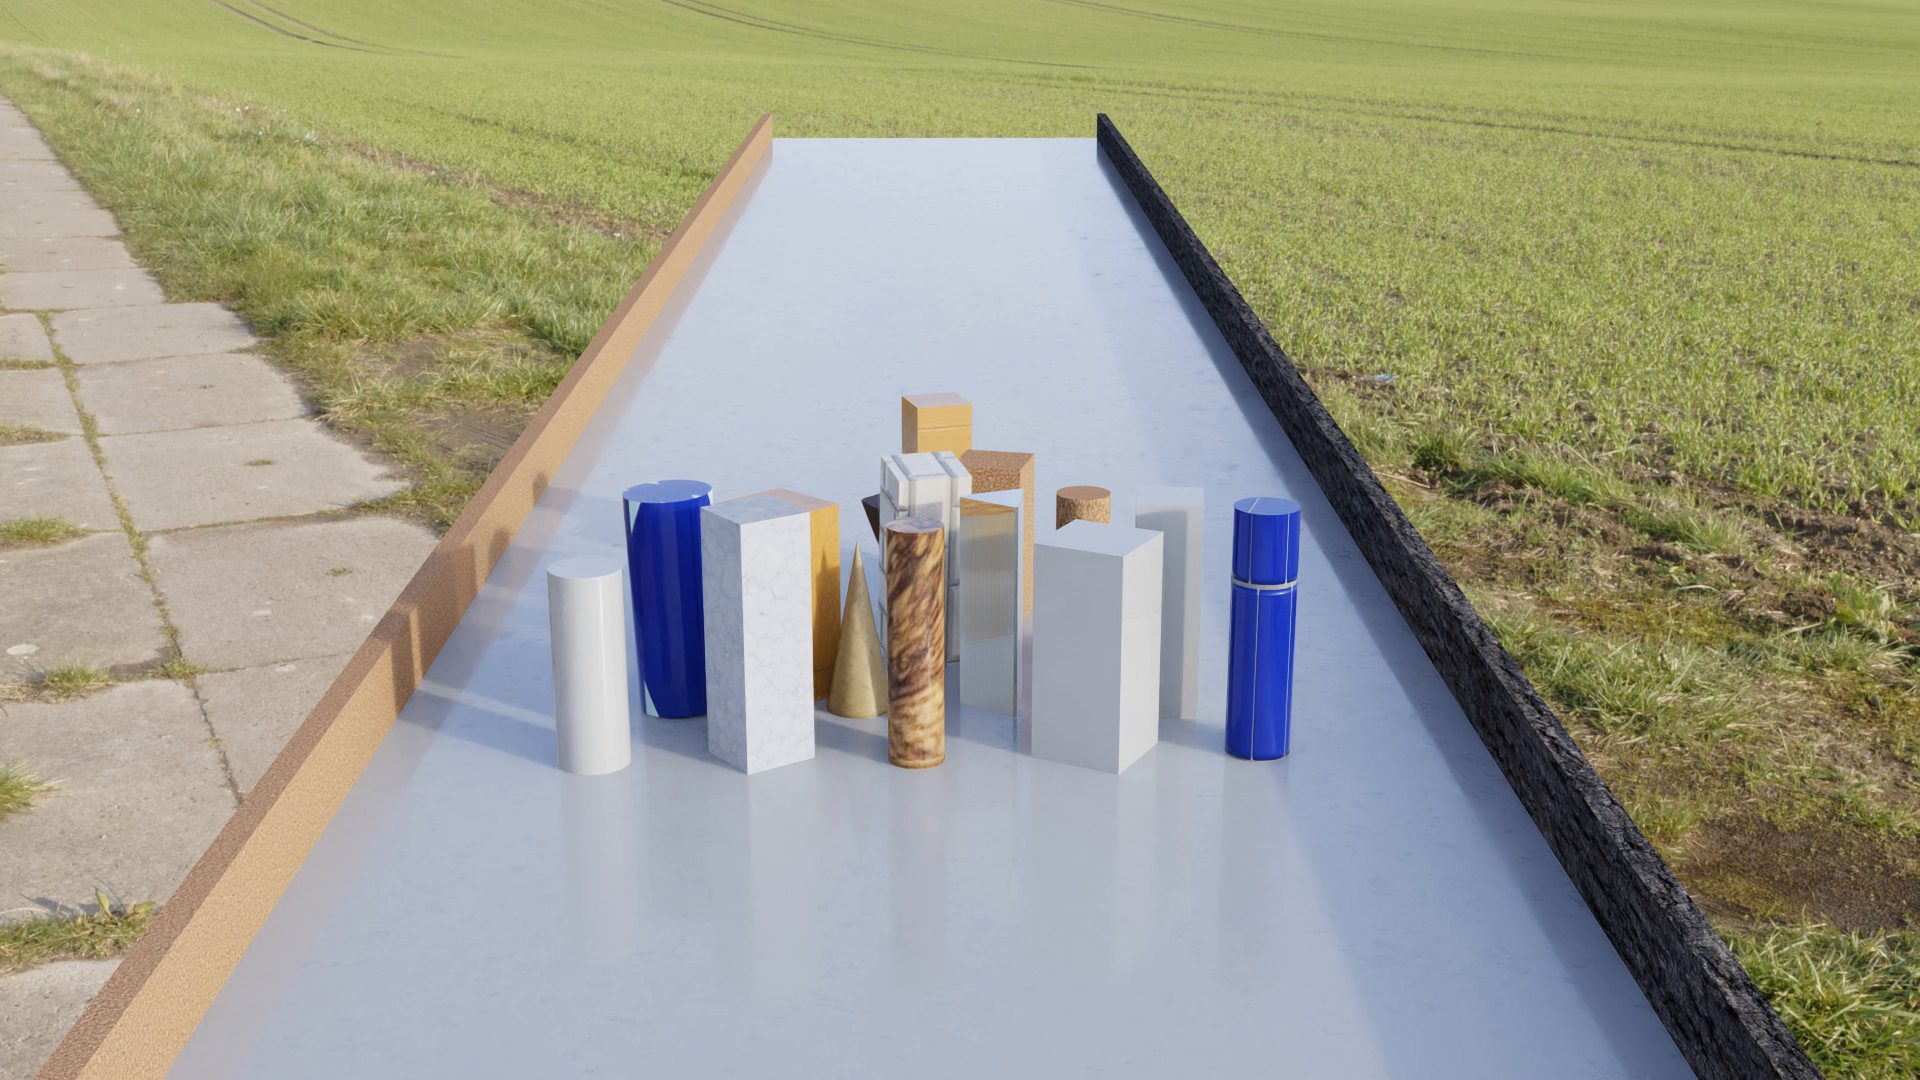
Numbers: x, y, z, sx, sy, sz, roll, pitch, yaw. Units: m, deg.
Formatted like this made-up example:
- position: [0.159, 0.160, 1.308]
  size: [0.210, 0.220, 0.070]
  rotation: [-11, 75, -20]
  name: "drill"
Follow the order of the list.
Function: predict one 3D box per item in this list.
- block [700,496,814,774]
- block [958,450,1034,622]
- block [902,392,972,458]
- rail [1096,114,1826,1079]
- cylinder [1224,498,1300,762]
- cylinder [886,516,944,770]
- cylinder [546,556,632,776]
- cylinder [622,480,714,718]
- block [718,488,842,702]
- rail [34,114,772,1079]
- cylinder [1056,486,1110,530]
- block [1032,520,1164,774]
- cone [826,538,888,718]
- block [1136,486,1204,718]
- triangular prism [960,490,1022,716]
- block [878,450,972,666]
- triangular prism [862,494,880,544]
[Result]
- position: [-0.356, 0.165, 3.873]
  size: [0.138, 0.455, 0.138]
  rotation: [-12, 20, -34]
  name: "block"
- position: [0.069, -0.003, 4.638]
  size: [0.146, 0.342, 0.146]
  rotation: [4, 17, 13]
  name: "block"
- position: [-0.051, -0.106, 4.854]
  size: [0.123, 0.416, 0.123]
  rotation: [-5, 17, -17]
  name: "block"
- position: [0.932, -0.844, 7.801]
  size: [0.050, 0.150, 12.000]
  rotation: [0, 17, -1]
  name: "rail"
- position: [0.534, 0.160, 3.889]
  size: [0.116, 0.456, 0.116]
  rotation: [0, 17, 0]
  name: "cylinder"
- position: [-0.077, 0.182, 3.855]
  size: [0.101, 0.433, 0.101]
  rotation: [0, 17, 0]
  name: "cylinder"
- position: [-0.649, 0.220, 3.855]
  size: [0.130, 0.361, 0.130]
  rotation: [0, 17, 0]
  name: "cylinder"
- position: [-0.532, 0.109, 4.119]
  size: [0.165, 0.416, 0.165]
  rotation: [-2, 16, 1]
  name: "cylinder"
- position: [-0.345, 0.114, 4.181]
  size: [0.167, 0.378, 0.167]
  rotation: [15, 22, 42]
  name: "block"
- position: [-1.118, -0.838, 7.780]
  size: [0.050, 0.150, 12.000]
  rotation: [0, 17, -1]
  name: "rail"
- position: [0.243, 0.073, 4.377]
  size: [0.108, 0.345, 0.108]
  rotation: [0, 17, 0]
  name: "cylinder"
- position: [0.243, 0.187, 3.900]
  size: [0.171, 0.399, 0.171]
  rotation: [9, 19, 27]
  name: "block"
- position: [-0.190, 0.156, 4.117]
  size: [0.125, 0.334, 0.125]
  rotation: [0, 17, 0]
  name: "cone"
- position: [0.386, 0.116, 4.108]
  size: [0.123, 0.415, 0.123]
  rotation: [1, 17, 4]
  name: "block"
- position: [0.084, 0.112, 4.137]
  size: [0.128, 0.407, 0.111]
  rotation: [12, 20, 34]
  name: "triangular prism"
- position: [-0.073, 0.041, 4.357]
  size: [0.144, 0.403, 0.144]
  rotation: [-5, 24, -16]
  name: "block"
- position: [-0.086, 0.041, 4.514]
  size: [0.095, 0.312, 0.110]
  rotation: [-30, 27, -19]
  name: "triangular prism"
